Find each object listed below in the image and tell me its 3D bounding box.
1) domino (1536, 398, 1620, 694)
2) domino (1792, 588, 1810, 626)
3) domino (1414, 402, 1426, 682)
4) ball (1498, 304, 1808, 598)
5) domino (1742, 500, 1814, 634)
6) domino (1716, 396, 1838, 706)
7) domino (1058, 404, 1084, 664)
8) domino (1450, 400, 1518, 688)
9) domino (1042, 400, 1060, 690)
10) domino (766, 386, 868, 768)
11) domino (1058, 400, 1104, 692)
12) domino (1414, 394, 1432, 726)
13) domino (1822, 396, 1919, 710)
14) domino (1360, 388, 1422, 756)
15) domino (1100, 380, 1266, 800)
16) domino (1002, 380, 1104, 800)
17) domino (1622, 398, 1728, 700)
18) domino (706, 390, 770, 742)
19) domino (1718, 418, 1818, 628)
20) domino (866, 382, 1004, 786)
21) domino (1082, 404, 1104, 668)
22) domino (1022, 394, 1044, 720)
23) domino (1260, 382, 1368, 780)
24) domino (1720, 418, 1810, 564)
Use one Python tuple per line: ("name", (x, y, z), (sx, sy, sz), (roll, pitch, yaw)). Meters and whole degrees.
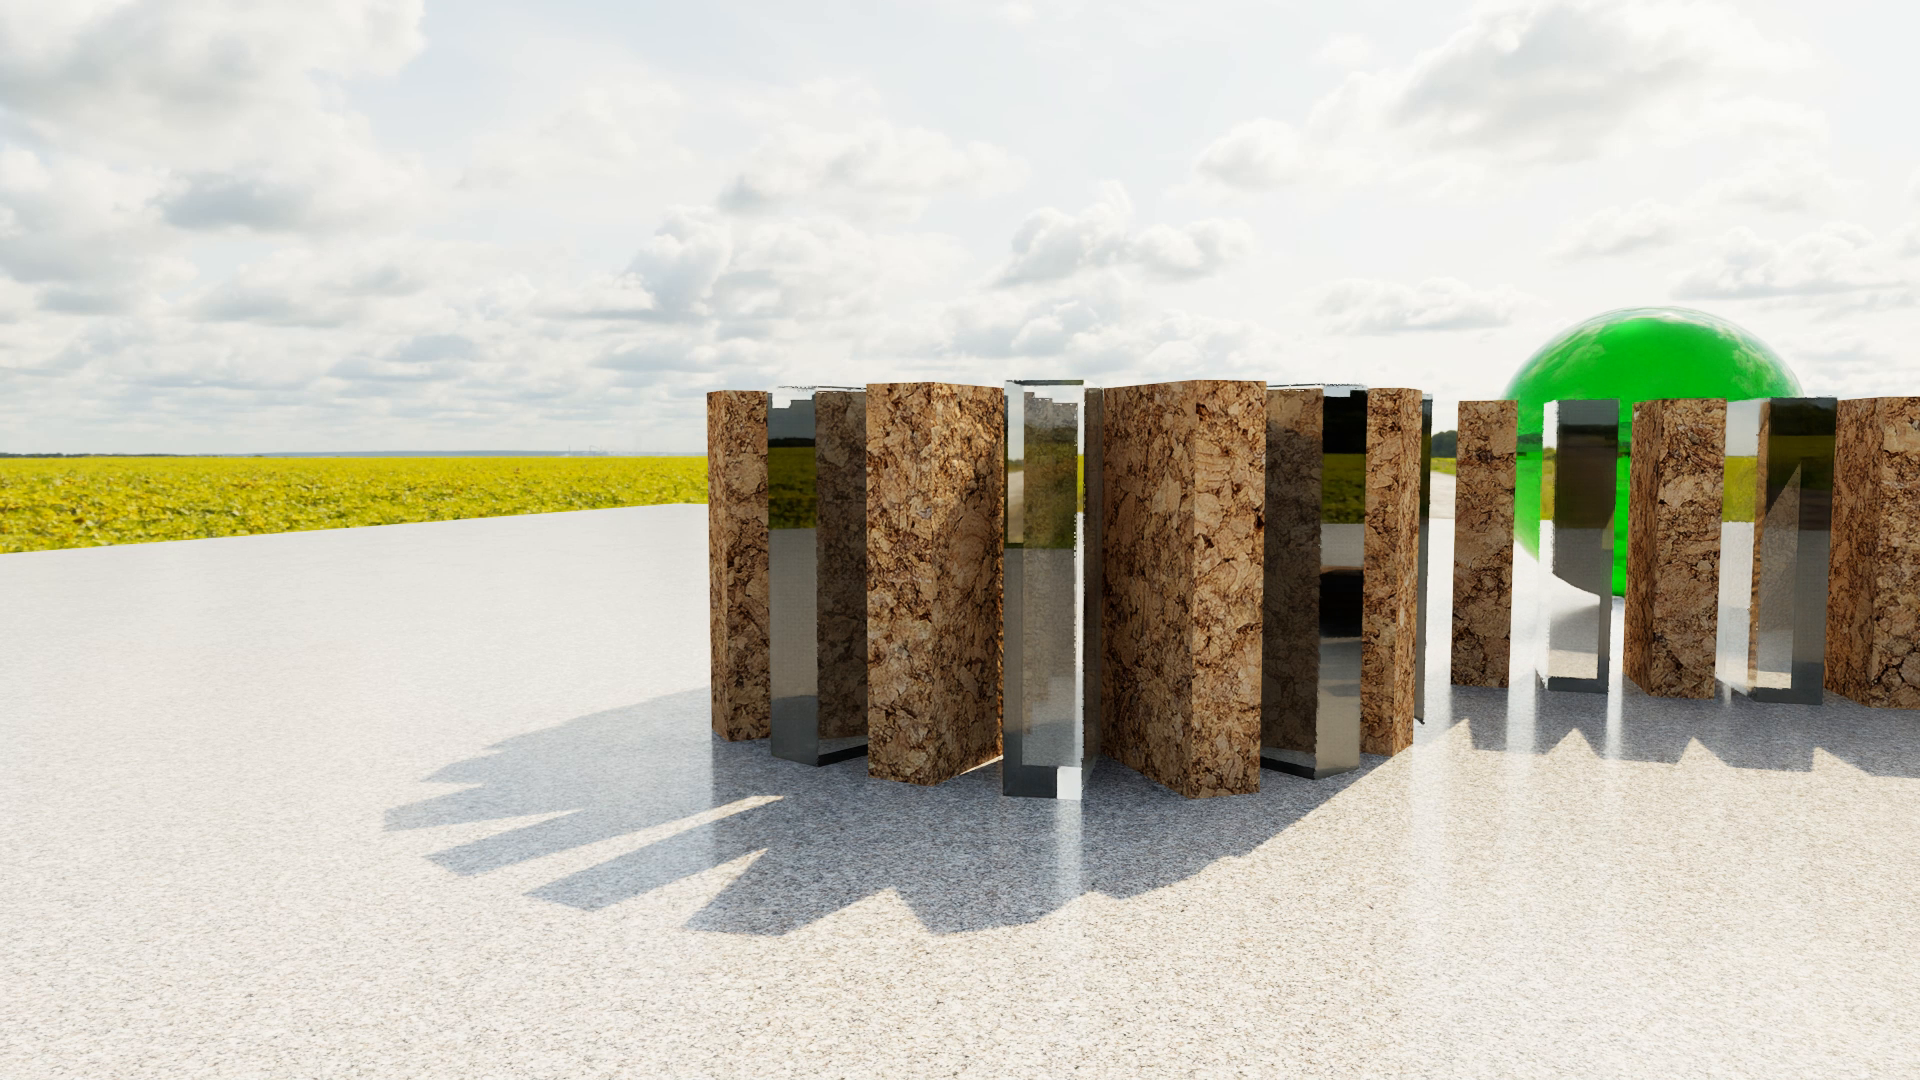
("domino", (0.110, 0.000, 0.230), (0.010, 0.050, 0.025), (2, 5, 20))
("domino", (0.202, -0.002, 0.273), (0.025, 0.050, 0.010), (-2, 35, -25))
("domino", (0.081, -0.001, 0.241), (0.010, 0.050, 0.025), (2, 5, 21))
("ball", (0.187, -0.024, 0.351), (0.080, 0.080, 0.080), (0, 4, 0))
("domino", (0.198, -0.003, 0.283), (0.025, 0.050, 0.010), (-2, 35, -24))
("domino", (0.139, 0.001, 0.220), (0.010, 0.050, 0.025), (1, 4, 16))
("domino", (0.019, -0.002, 0.258), (0.009, 0.050, 0.025), (0, 4, 3))
("domino", (0.096, 0.000, 0.235), (0.010, 0.050, 0.025), (2, 5, 21))
("domino", (0.006, 0.000, 0.230), (0.010, 0.050, 0.025), (-3, 5, -32))
("domino", (-0.014, 0.004, 0.180), (0.010, 0.050, 0.025), (4, 6, 41))
("domino", (0.020, 0.000, 0.232), (0.010, 0.050, 0.025), (-1, 4, -9))
("domino", (0.058, 0.003, 0.198), (0.025, 0.050, 0.010), (0, 4, 4))
("domino", (0.154, 0.001, 0.216), (0.010, 0.050, 0.025), (1, 4, 13))
("domino", (0.051, 0.004, 0.184), (0.025, 0.050, 0.010), (3, 5, 35))
("domino", (0.028, 0.005, 0.165), (0.010, 0.050, 0.025), (-1, 5, -19))
("domino", (0.012, 0.005, 0.165), (0.010, 0.050, 0.025), (1, 4, 12))
("domino", (0.125, 0.001, 0.225), (0.010, 0.050, 0.025), (1, 4, 17))
("domino", (-0.024, 0.003, 0.191), (0.025, 0.050, 0.009), (-2, 5, -26))
("domino", (0.193, -0.003, 0.293), (0.025, 0.050, 0.010), (-2, 35, -24))
("domino", (-0.001, 0.005, 0.171), (0.010, 0.050, 0.025), (2, 5, 29))
("domino", (0.033, -0.001, 0.254), (0.010, 0.050, 0.025), (2, 5, 25))
("domino", (0.000, 0.002, 0.201), (0.025, 0.050, 0.010), (0, 4, 0))
("domino", (0.041, 0.005, 0.173), (0.010, 0.050, 0.025), (-3, 5, -39))
("domino", (0.188, -0.004, 0.303), (0.025, 0.050, 0.010), (-2, 35, -24))
